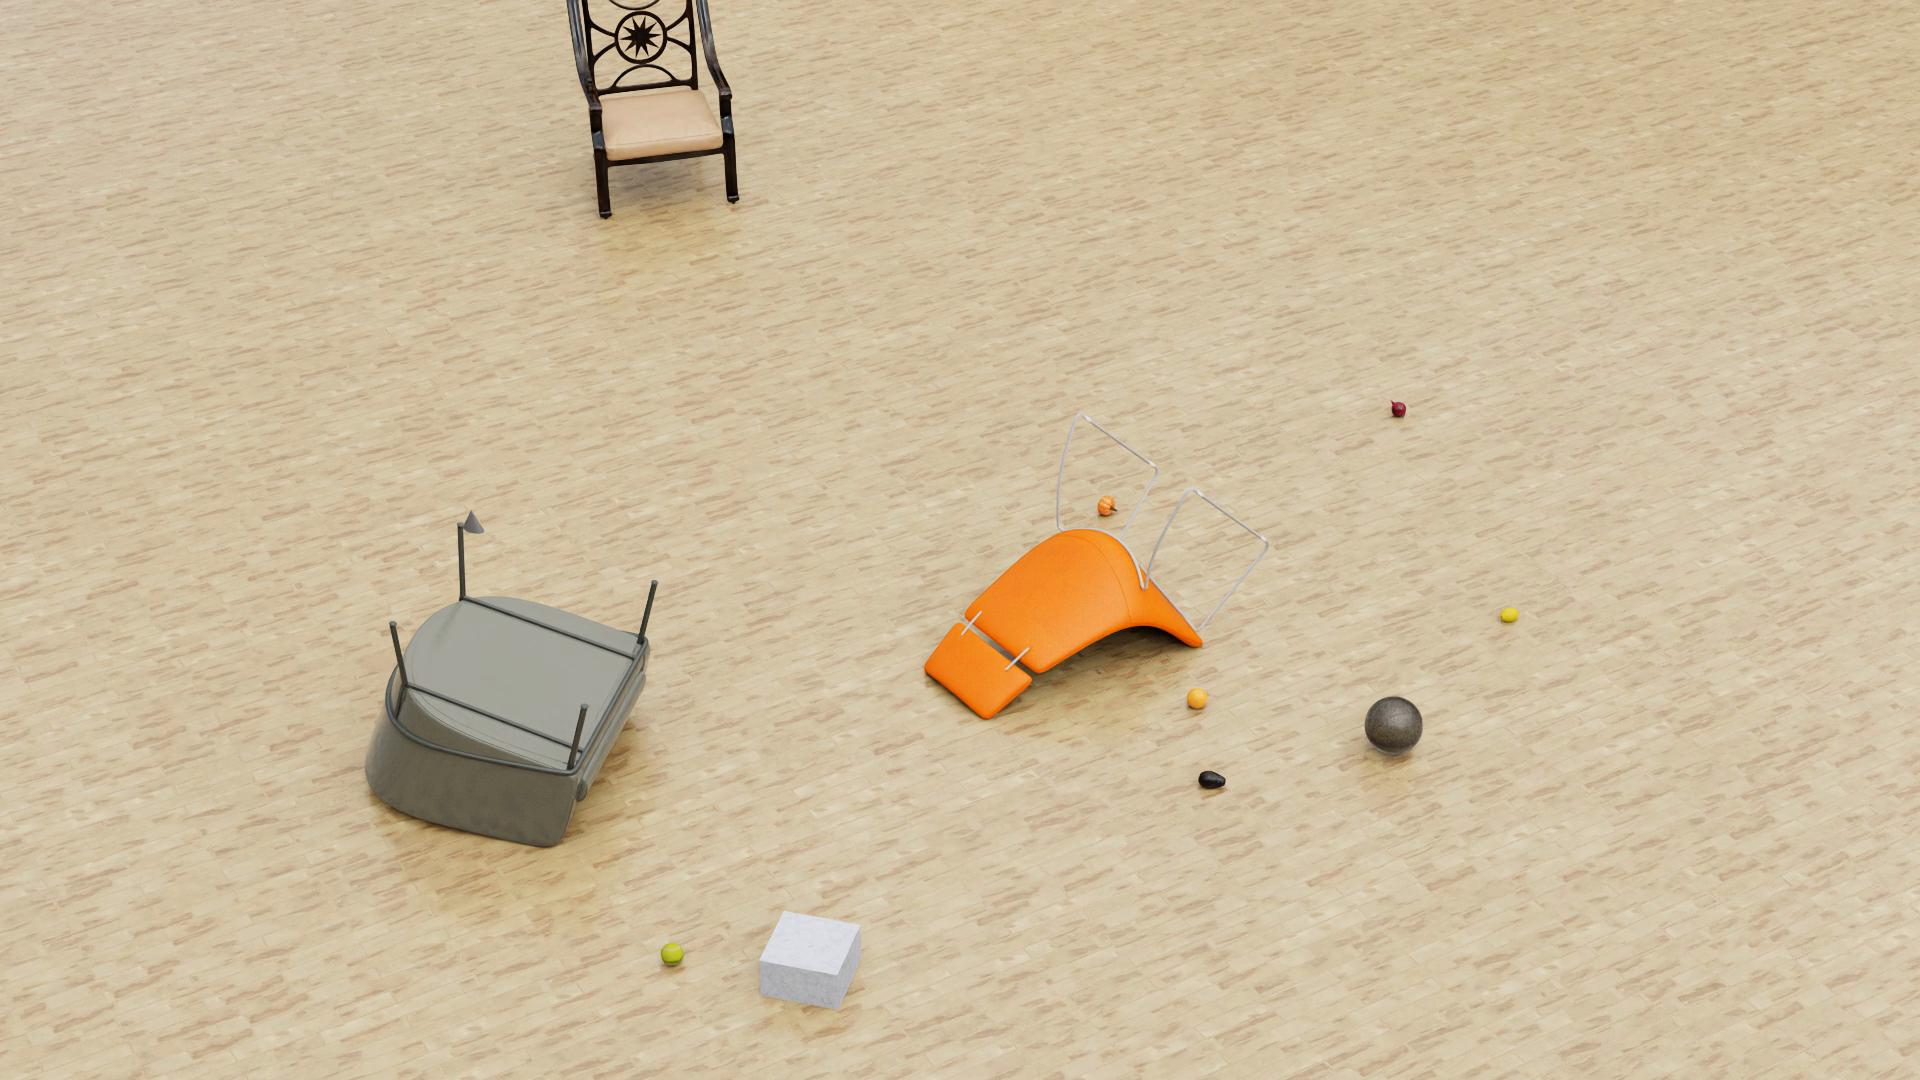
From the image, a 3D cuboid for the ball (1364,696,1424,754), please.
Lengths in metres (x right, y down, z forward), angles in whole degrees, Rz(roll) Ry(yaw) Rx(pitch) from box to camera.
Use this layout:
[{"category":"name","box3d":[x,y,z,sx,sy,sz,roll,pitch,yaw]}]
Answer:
[{"category":"ball","box3d":[1.454,0.621,9.823,0.197,0.197,0.197,0,33,0]}]

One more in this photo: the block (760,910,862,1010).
[{"category":"block","box3d":[-0.452,1.273,8.887,0.245,0.139,0.235,9,34,13]}]

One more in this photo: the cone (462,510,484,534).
[{"category":"cone","box3d":[-1.827,-0.077,10.983,0.094,0.087,0.052,17,37,24]}]
